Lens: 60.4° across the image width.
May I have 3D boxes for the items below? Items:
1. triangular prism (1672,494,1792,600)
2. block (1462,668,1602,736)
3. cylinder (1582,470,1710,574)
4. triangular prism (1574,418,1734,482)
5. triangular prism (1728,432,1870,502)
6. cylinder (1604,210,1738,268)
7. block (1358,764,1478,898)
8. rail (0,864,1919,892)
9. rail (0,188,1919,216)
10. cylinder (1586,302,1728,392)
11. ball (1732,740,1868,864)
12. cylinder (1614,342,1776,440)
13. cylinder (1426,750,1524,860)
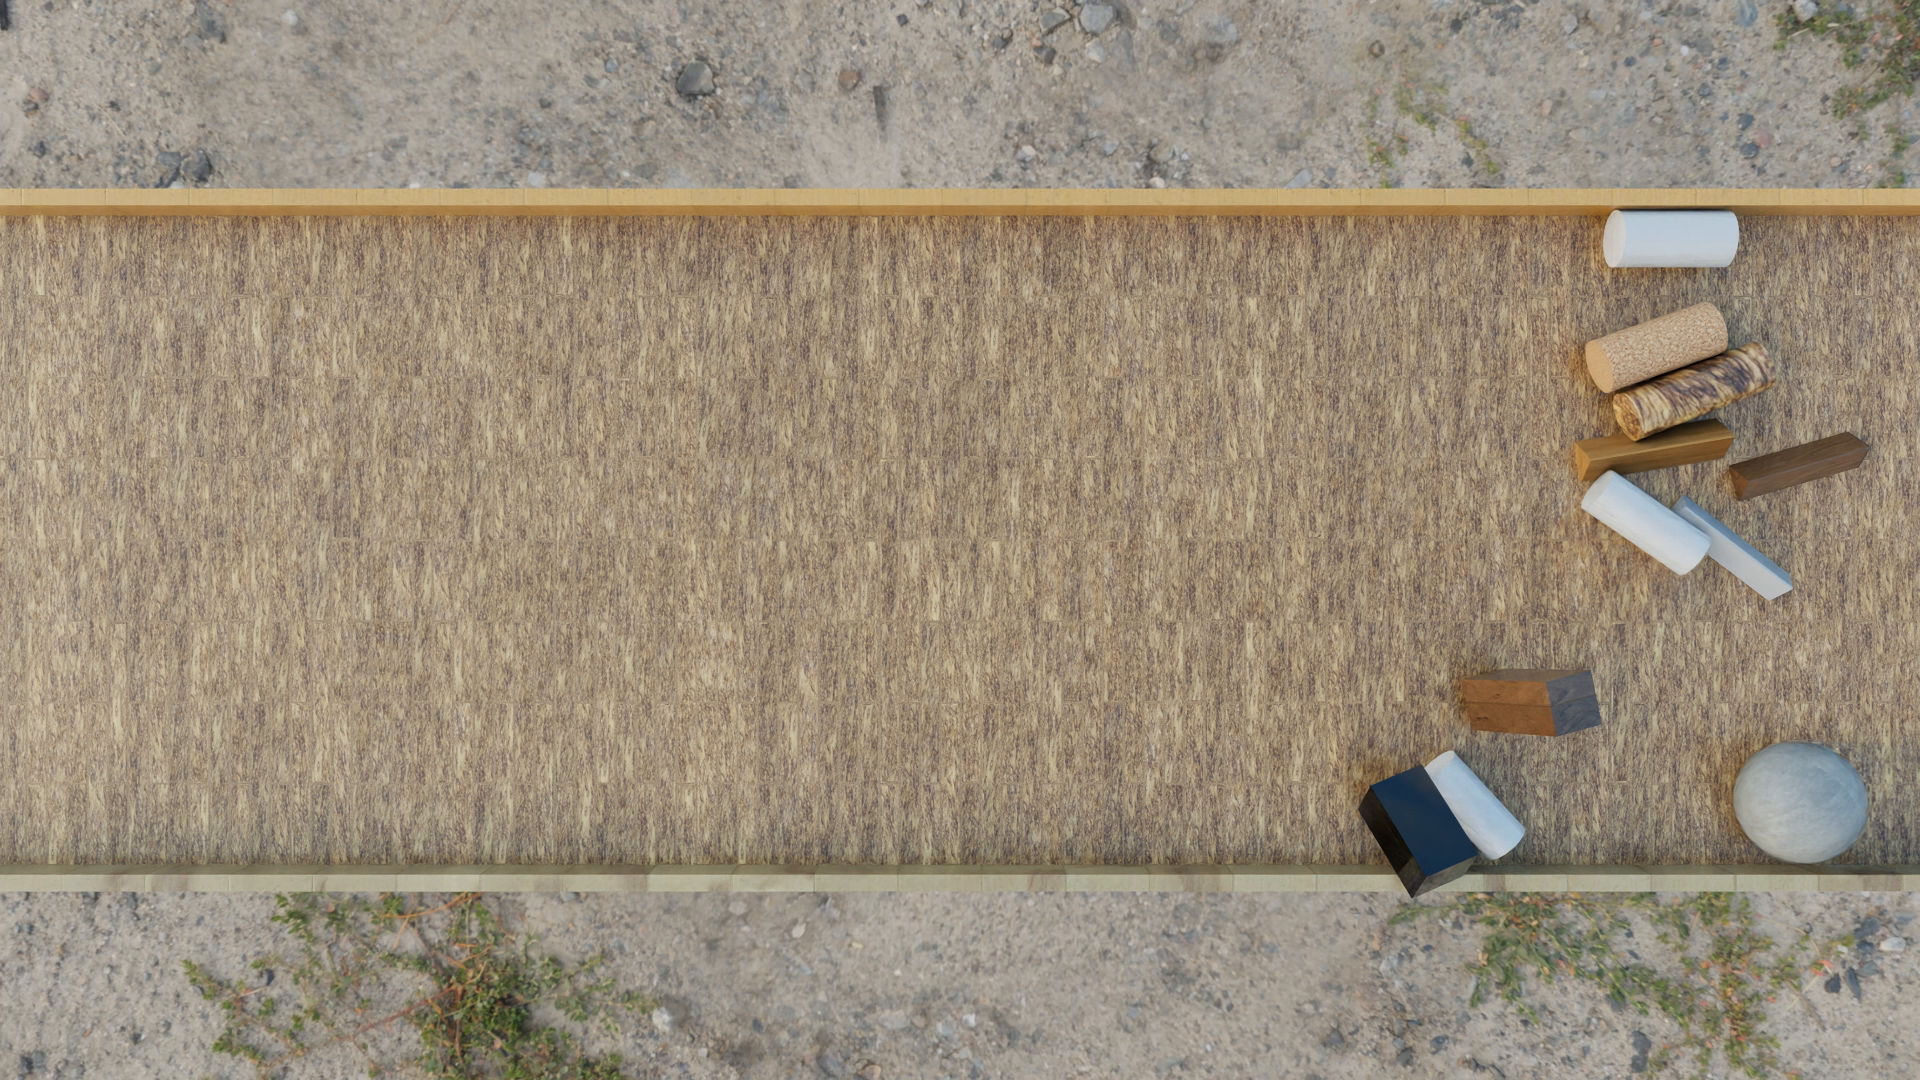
[{"bbox_3d":[2.355,0.023,5.030,0.408,0.087,0.101,37,90,0],"label":"triangular prism"},{"bbox_3d":[1.679,0.475,4.863,0.158,0.398,0.158,-11,90,-18],"label":"block"},{"bbox_3d":[2.080,-0.053,5.005,0.354,0.144,0.144,35,90,0],"label":"cylinder"},{"bbox_3d":[2.117,-0.277,5.020,0.441,0.106,0.123,-9,90,0],"label":"triangular prism"},{"bbox_3d":[2.564,-0.227,5.025,0.382,0.097,0.113,-16,90,0],"label":"triangular prism"},{"bbox_3d":[2.148,-0.911,4.991,0.337,0.172,0.172,0,90,0],"label":"cylinder"},{"bbox_3d":[1.359,0.866,4.907,0.178,0.178,0.310,-20,60,-13],"label":"block"},{"bbox_3d":[-2.247,1.025,5.001,12.000,0.150,0.050,0,90,0],"label":"rail"},{"bbox_3d":[-2.247,-1.025,5.002,12.000,0.150,0.050,0,90,0],"label":"rail"},{"bbox_3d":[2.107,-0.584,4.994,0.363,0.166,0.166,-19,90,0],"label":"cylinder"},{"bbox_3d":[2.493,0.778,4.897,0.359,0.359,0.359,0,90,0],"label":"ball"},{"bbox_3d":[2.224,-0.451,5.000,0.436,0.154,0.154,-21,90,0],"label":"cylinder"},{"bbox_3d":[1.549,0.804,5.004,0.146,0.146,0.314,-43,90,0],"label":"cylinder"}]
